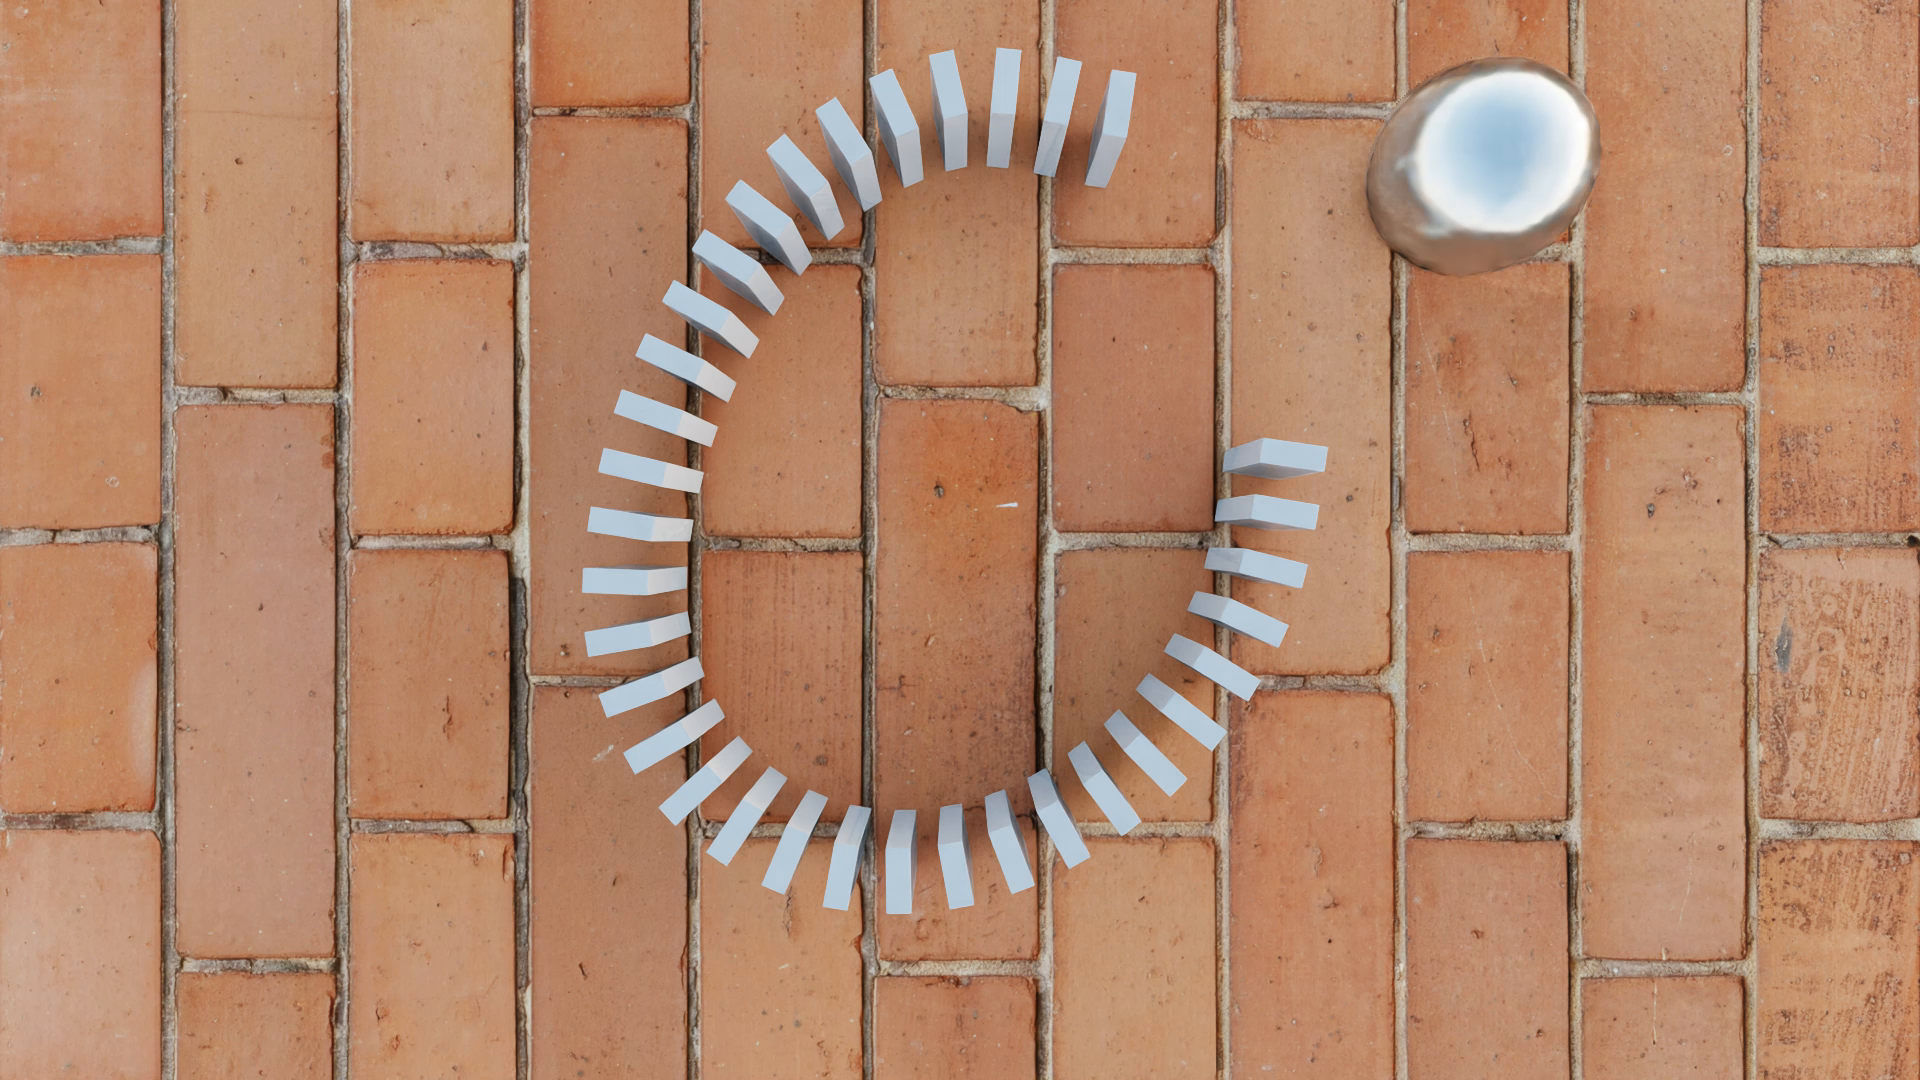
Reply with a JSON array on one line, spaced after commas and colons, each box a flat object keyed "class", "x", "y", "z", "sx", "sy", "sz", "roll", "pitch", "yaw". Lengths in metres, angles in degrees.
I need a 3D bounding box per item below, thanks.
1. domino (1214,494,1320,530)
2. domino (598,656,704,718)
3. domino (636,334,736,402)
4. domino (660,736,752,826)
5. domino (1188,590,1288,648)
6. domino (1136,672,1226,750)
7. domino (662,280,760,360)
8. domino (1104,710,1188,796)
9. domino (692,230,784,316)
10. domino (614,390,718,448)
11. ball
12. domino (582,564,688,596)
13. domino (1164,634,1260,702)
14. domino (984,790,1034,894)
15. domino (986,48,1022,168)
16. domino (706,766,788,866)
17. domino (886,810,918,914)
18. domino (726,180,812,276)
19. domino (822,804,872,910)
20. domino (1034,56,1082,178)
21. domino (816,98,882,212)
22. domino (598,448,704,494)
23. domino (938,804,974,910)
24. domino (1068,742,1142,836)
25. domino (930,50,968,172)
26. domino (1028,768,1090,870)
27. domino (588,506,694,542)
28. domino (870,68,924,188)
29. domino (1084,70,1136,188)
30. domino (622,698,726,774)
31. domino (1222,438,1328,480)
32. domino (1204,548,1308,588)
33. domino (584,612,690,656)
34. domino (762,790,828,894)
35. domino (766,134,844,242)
[{"class": "domino", "x": 0.124, "y": -0.011, "z": 0.375, "sx": 0.025, "sy": 0.050, "sz": 0.009, "roll": 10, "pitch": 90, "yaw": 0}, {"class": "domino", "x": -0.125, "y": 0.059, "z": 0.375, "sx": 0.025, "sy": 0.050, "sz": 0.009, "roll": -20, "pitch": 90, "yaw": 0}, {"class": "domino", "x": -0.111, "y": -0.069, "z": 0.375, "sx": 0.025, "sy": 0.050, "sz": 0.009, "roll": 25, "pitch": 90, "yaw": 0}, {"class": "domino", "x": -0.103, "y": 0.097, "z": 0.375, "sx": 0.025, "sy": 0.050, "sz": 0.009, "roll": -42, "pitch": 90, "yaw": 0}, {"class": "domino", "x": 0.112, "y": 0.032, "z": 0.375, "sx": 0.025, "sy": 0.050, "sz": 0.009, "roll": 25, "pitch": 90, "yaw": 0}, {"class": "domino", "x": 0.089, "y": 0.069, "z": 0.375, "sx": 0.025, "sy": 0.050, "sz": 0.010, "roll": 38, "pitch": 90, "yaw": 0}, {"class": "domino", "x": -0.101, "y": -0.089, "z": 0.375, "sx": 0.025, "sy": 0.050, "sz": 0.009, "roll": 29, "pitch": 90, "yaw": 0}, {"class": "domino", "x": 0.075, "y": 0.086, "z": 0.375, "sx": 0.025, "sy": 0.050, "sz": 0.010, "roll": 45, "pitch": 90, "yaw": 0}, {"class": "domino", "x": -0.090, "y": -0.108, "z": 0.375, "sx": 0.025, "sy": 0.050, "sz": 0.010, "roll": 32, "pitch": 90, "yaw": 0}, {"class": "domino", "x": -0.119, "y": -0.049, "z": 0.375, "sx": 0.025, "sy": 0.050, "sz": 0.009, "roll": 19, "pitch": 90, "yaw": 0}, {"class": "ball", "x": 0.203, "y": -0.145, "z": 0.360, "sx": 0.080, "sy": 0.080, "sz": 0.080, "roll": 0, "pitch": 90, "yaw": 0}, {"class": "domino", "x": -0.132, "y": 0.016, "z": 0.375, "sx": 0.025, "sy": 0.050, "sz": 0.009, "roll": 2, "pitch": 90, "yaw": 0}, {"class": "domino", "x": 0.102, "y": 0.051, "z": 0.375, "sx": 0.025, "sy": 0.050, "sz": 0.009, "roll": 32, "pitch": 90, "yaw": 0}, {"class": "domino", "x": 0.020, "y": 0.122, "z": 0.375, "sx": 0.009, "sy": 0.050, "sz": 0.025, "roll": -21, "pitch": 90, "yaw": 0}, {"class": "domino", "x": 0.018, "y": -0.175, "z": 0.375, "sx": 0.010, "sy": 0.050, "sz": 0.025, "roll": 6, "pitch": 90, "yaw": 0}, {"class": "domino", "x": -0.086, "y": 0.112, "z": 0.375, "sx": 0.009, "sy": 0.050, "sz": 0.025, "roll": 34, "pitch": 90, "yaw": 0}, {"class": "domino", "x": -0.024, "y": 0.130, "z": 0.375, "sx": 0.009, "sy": 0.050, "sz": 0.025, "roll": -1, "pitch": 90, "yaw": 0}, {"class": "domino", "x": -0.077, "y": -0.126, "z": 0.375, "sx": 0.025, "sy": 0.050, "sz": 0.010, "roll": 38, "pitch": 90, "yaw": 0}, {"class": "domino", "x": -0.046, "y": 0.129, "z": 0.375, "sx": 0.009, "sy": 0.050, "sz": 0.025, "roll": 10, "pitch": 90, "yaw": 0}, {"class": "domino", "x": 0.039, "y": -0.171, "z": 0.375, "sx": 0.009, "sy": 0.050, "sz": 0.025, "roll": 13, "pitch": 90, "yaw": 0}, {"class": "domino", "x": -0.045, "y": -0.156, "z": 0.375, "sx": 0.009, "sy": 0.050, "sz": 0.025, "roll": -33, "pitch": 90, "yaw": 0}, {"class": "domino", "x": -0.125, "y": -0.028, "z": 0.375, "sx": 0.025, "sy": 0.050, "sz": 0.009, "roll": 13, "pitch": 90, "yaw": 0}, {"class": "domino", "x": -0.002, "y": 0.128, "z": 0.375, "sx": 0.010, "sy": 0.050, "sz": 0.025, "roll": -11, "pitch": 90, "yaw": 0}, {"class": "domino", "x": 0.058, "y": 0.100, "z": 0.375, "sx": 0.009, "sy": 0.050, "sz": 0.025, "roll": -37, "pitch": 90, "yaw": 0}, {"class": "domino", "x": -0.004, "y": -0.174, "z": 0.375, "sx": 0.010, "sy": 0.050, "sz": 0.025, "roll": -13, "pitch": 90, "yaw": 0}, {"class": "domino", "x": 0.040, "y": 0.113, "z": 0.375, "sx": 0.010, "sy": 0.050, "sz": 0.025, "roll": -30, "pitch": 90, "yaw": 0}, {"class": "domino", "x": -0.129, "y": -0.006, "z": 0.375, "sx": 0.025, "sy": 0.050, "sz": 0.009, "roll": 9, "pitch": 90, "yaw": 0}, {"class": "domino", "x": -0.025, "y": -0.167, "z": 0.375, "sx": 0.010, "sy": 0.050, "sz": 0.025, "roll": -24, "pitch": 90, "yaw": 0}, {"class": "domino", "x": 0.061, "y": -0.167, "z": 0.375, "sx": 0.009, "sy": 0.050, "sz": 0.025, "roll": 9, "pitch": 90, "yaw": 0}, {"class": "domino", "x": -0.116, "y": 0.079, "z": 0.375, "sx": 0.025, "sy": 0.050, "sz": 0.009, "roll": -30, "pitch": 90, "yaw": 0}, {"class": "domino", "x": 0.128, "y": -0.033, "z": 0.375, "sx": 0.025, "sy": 0.050, "sz": 0.009, "roll": 8, "pitch": 90, "yaw": 0}, {"class": "domino", "x": 0.120, "y": 0.011, "z": 0.375, "sx": 0.025, "sy": 0.050, "sz": 0.010, "roll": 14, "pitch": 90, "yaw": 0}, {"class": "domino", "x": -0.130, "y": 0.038, "z": 0.375, "sx": 0.025, "sy": 0.050, "sz": 0.010, "roll": -10, "pitch": 90, "yaw": 0}, {"class": "domino", "x": -0.067, "y": 0.122, "z": 0.375, "sx": 0.009, "sy": 0.050, "sz": 0.025, "roll": 23, "pitch": 90, "yaw": 0}, {"class": "domino", "x": -0.062, "y": -0.143, "z": 0.375, "sx": 0.009, "sy": 0.050, "sz": 0.025, "roll": -42, "pitch": 90, "yaw": 0}]
